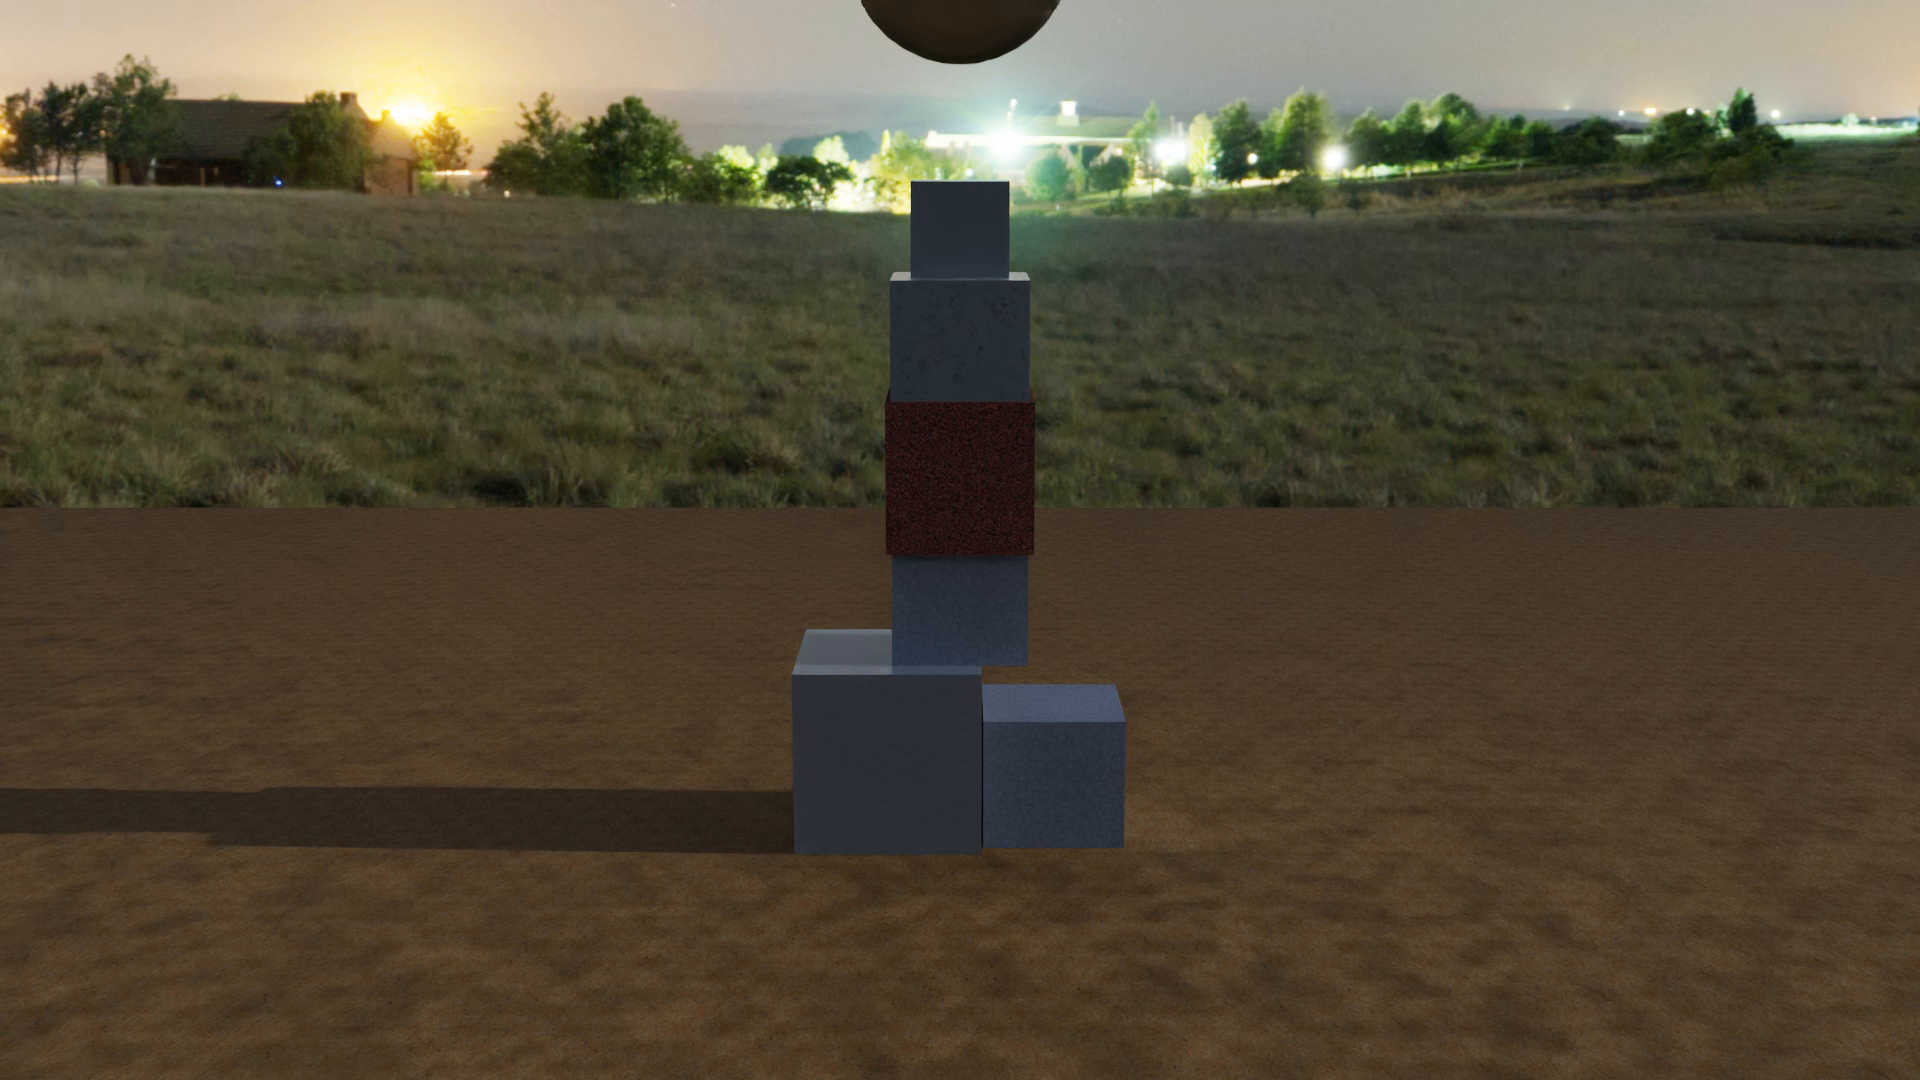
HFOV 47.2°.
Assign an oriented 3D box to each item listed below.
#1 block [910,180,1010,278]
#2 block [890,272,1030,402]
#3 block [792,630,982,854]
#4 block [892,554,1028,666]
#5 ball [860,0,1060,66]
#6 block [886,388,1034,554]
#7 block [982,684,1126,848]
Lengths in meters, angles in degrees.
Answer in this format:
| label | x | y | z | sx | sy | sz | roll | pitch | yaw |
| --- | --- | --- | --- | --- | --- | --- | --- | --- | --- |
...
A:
| label | x | y | z | sx | sy | sz | roll | pitch | yaw |
| --- | --- | --- | --- | --- | --- | --- | --- | --- | --- |
| block | 0.000 | -1.545 | 10.906 | 0.480 | 0.470 | 0.469 | 0 | 10 | 0 |
| block | 0.000 | -1.024 | 10.993 | 0.679 | 0.586 | 0.683 | 0 | 10 | 0 |
| block | -0.360 | 1.022 | 11.373 | 0.931 | 0.920 | 1.020 | 0 | 10 | 0 |
| block | 0.000 | 0.284 | 11.251 | 0.676 | 0.577 | 0.676 | 0 | 10 | 0 |
| ball | 0.000 | -4.189 | 15.607 | 1.600 | 1.600 | 1.600 | 0 | 10 | 0 |
| block | 0.000 | -0.364 | 11.101 | 0.727 | 0.751 | 0.764 | 0 | 10 | 0 |
| block | 0.471 | 1.158 | 11.371 | 0.709 | 0.654 | 0.768 | 0 | 10 | 0 |
